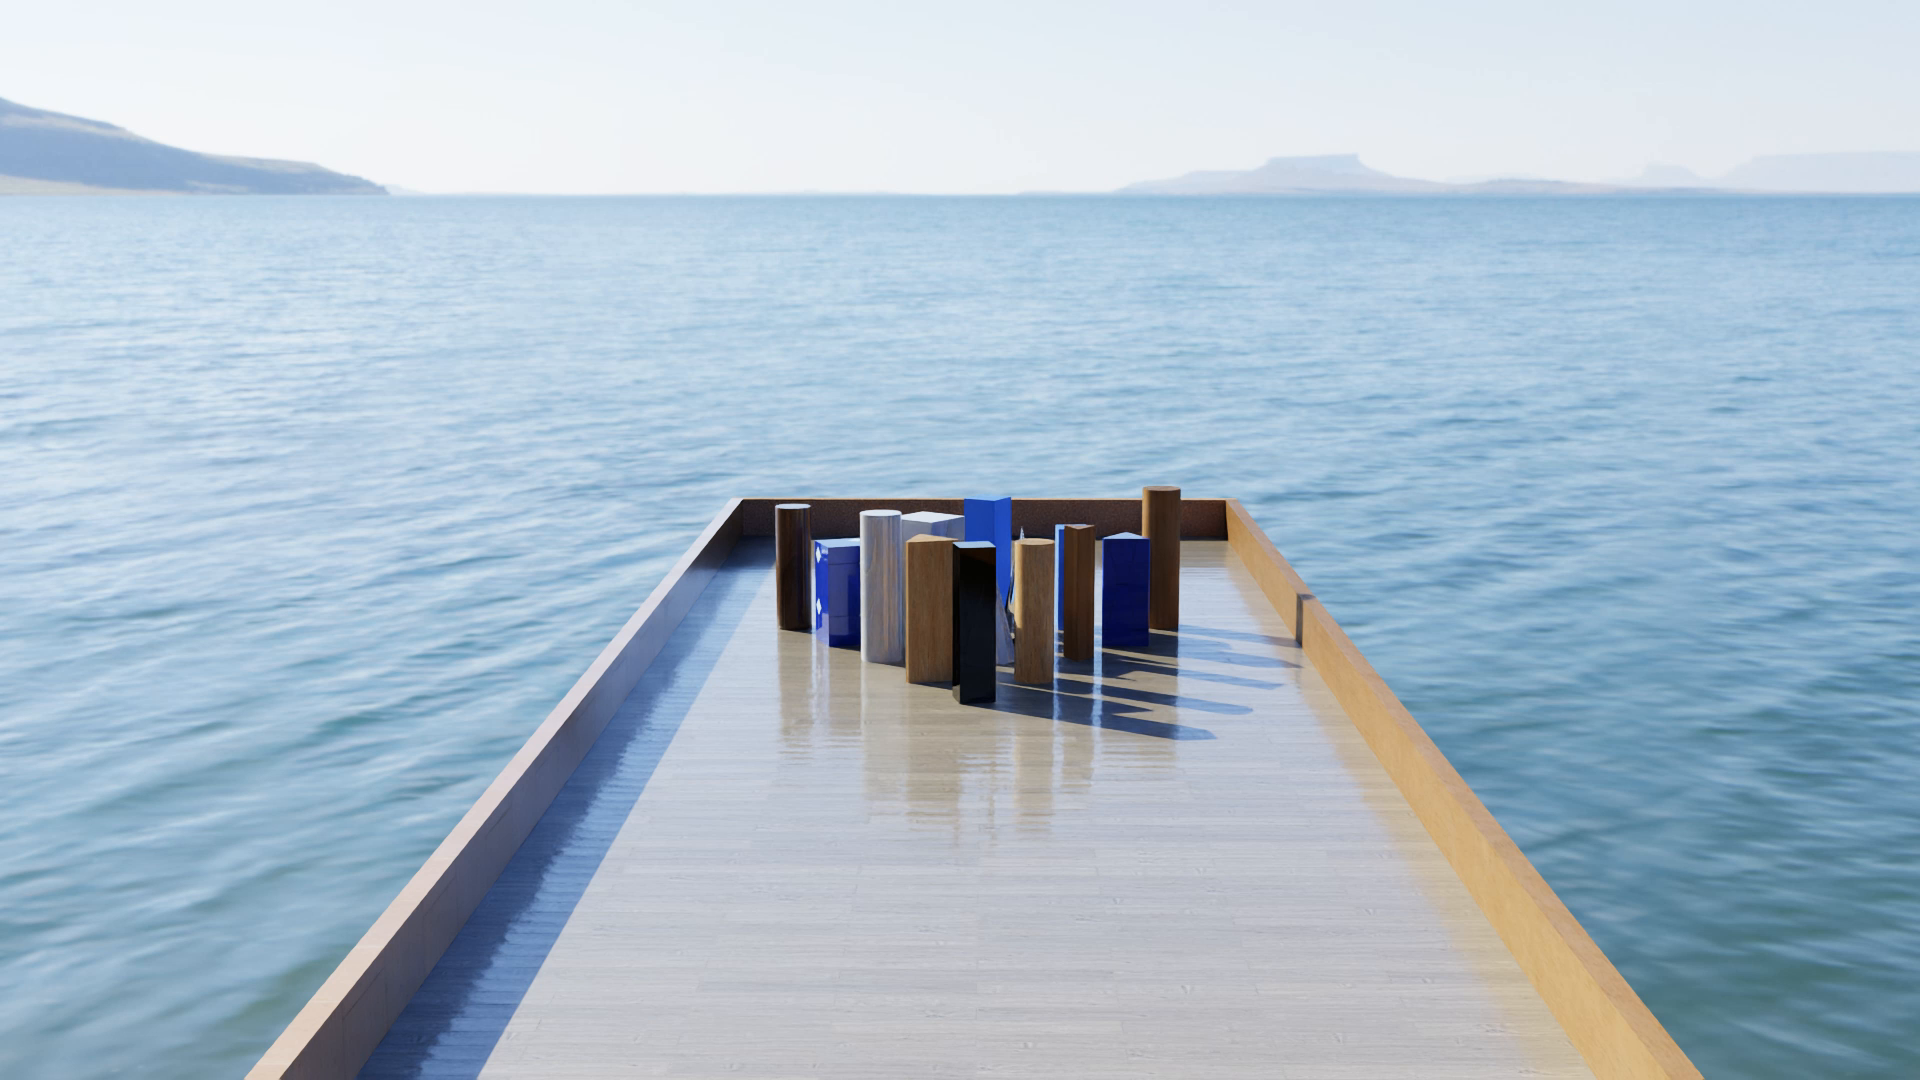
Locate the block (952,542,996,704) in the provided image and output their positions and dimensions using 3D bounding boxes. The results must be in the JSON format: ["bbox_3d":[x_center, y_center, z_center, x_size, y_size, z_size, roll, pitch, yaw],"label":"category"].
[{"bbox_3d":[0.039,0.230,6.147,0.102,0.441,0.102,-2,9,-11],"label":"block"}]

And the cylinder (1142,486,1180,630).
[{"bbox_3d":[0.657,0.056,7.196,0.125,0.456,0.125,0,9,0],"label":"cylinder"}]

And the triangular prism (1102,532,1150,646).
[{"bbox_3d":[0.523,0.154,6.945,0.145,0.342,0.126,1,9,4],"label":"triangular prism"}]

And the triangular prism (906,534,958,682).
[{"bbox_3d":[-0.099,0.197,6.440,0.154,0.415,0.133,-3,9,-16],"label":"triangular prism"}]

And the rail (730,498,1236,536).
[{"bbox_3d":[0.099,-0.098,9.147,2.100,0.150,0.050,0,9,1],"label":"rail"}]

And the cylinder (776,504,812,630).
[{"bbox_3d":[-0.542,0.088,7.177,0.116,0.400,0.116,0,9,0],"label":"cylinder"}]

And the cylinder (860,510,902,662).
[{"bbox_3d":[-0.240,0.140,6.686,0.125,0.450,0.125,0,9,0],"label":"cylinder"}]

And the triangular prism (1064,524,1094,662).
[{"bbox_3d":[0.351,0.159,6.705,0.080,0.407,0.093,6,11,35],"label":"triangular prism"}]

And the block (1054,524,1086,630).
[{"bbox_3d":[0.366,0.121,7.185,0.100,0.332,0.100,0,9,-3],"label":"block"}]

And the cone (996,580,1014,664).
[{"bbox_3d":[0.089,0.197,6.694,0.172,0.336,0.172,0,9,0],"label":"cone"}]

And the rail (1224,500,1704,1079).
[{"bbox_3d":[1.046,0.843,3.208,0.050,0.150,12.000,0,9,1],"label":"rail"}]

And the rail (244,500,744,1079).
[{"bbox_3d":[-1.004,0.839,3.234,0.050,0.150,12.000,0,9,1],"label":"rail"}]

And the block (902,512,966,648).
[{"bbox_3d":[-0.103,0.128,6.908,0.169,0.405,0.169,7,11,37],"label":"block"}]

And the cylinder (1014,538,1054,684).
[{"bbox_3d":[0.217,0.206,6.403,0.116,0.408,0.116,0,9,0],"label":"cylinder"}]

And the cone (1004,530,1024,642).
[{"bbox_3d":[0.194,0.141,6.919,0.151,0.376,0.151,0,9,0],"label":"cone"}]

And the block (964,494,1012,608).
[{"bbox_3d":[0.090,0.074,7.170,0.113,0.430,0.113,5,10,29],"label":"block"}]

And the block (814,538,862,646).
[{"bbox_3d":[-0.365,0.164,6.964,0.150,0.316,0.150,-3,10,-19],"label":"block"}]
